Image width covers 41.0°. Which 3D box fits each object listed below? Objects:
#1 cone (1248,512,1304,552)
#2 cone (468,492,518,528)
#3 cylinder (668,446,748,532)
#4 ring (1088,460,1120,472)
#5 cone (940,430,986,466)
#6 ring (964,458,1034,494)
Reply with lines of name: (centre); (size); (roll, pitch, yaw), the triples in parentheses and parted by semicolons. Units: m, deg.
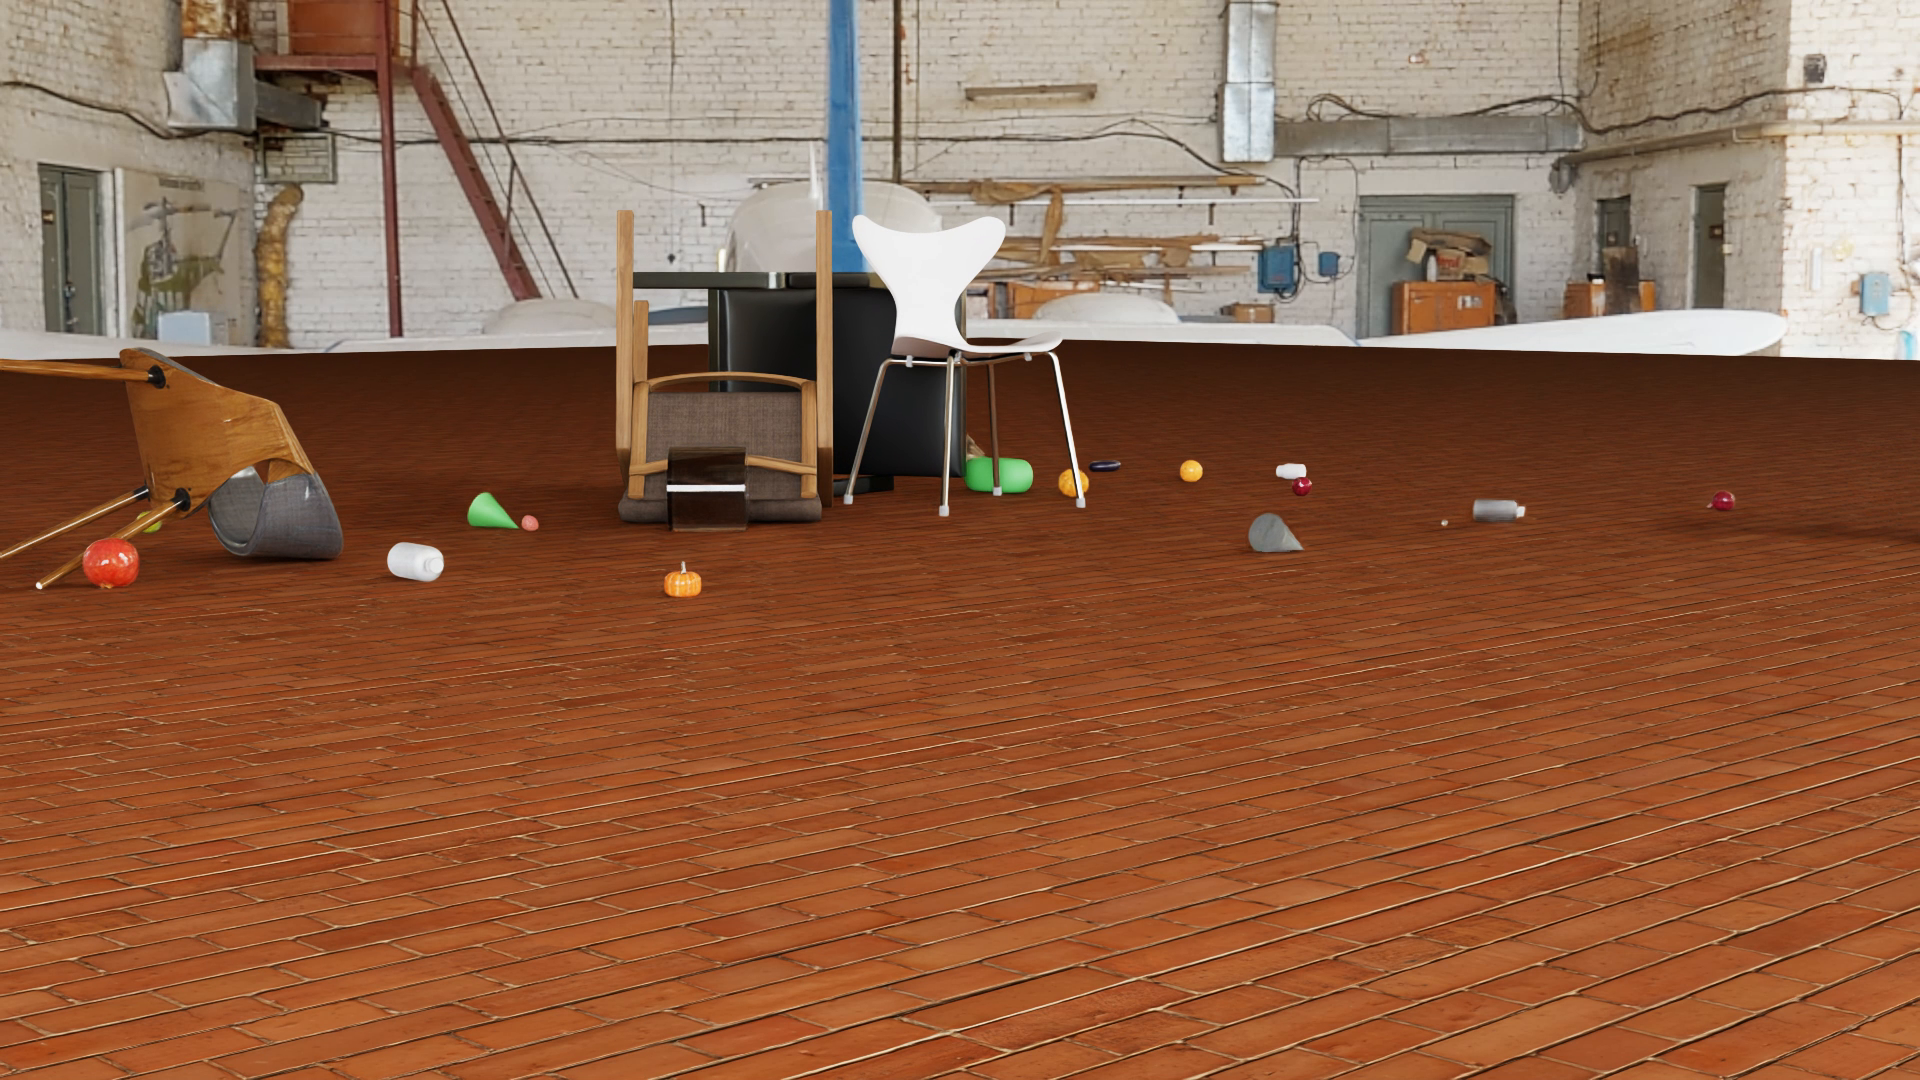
cone: (0.782, 0.003, 6.157); (0.115, 0.098, 0.171); (23, 3, -23)
cone: (-1.202, -0.055, 6.711); (0.118, 0.098, 0.162); (26, -3, 11)
cylinder: (-0.648, -0.131, 6.611); (0.196, 0.221, 0.240); (0, 4, -2)
ring: (0.490, -0.250, 8.675); (0.128, 0.034, 0.087); (-6, 7, -42)
cone: (0.058, -0.281, 8.826); (0.204, 0.120, 0.187); (29, 0, 39)
ring: (0.116, -0.199, 7.866); (0.153, 0.101, 0.286); (-3, 5, -38)
